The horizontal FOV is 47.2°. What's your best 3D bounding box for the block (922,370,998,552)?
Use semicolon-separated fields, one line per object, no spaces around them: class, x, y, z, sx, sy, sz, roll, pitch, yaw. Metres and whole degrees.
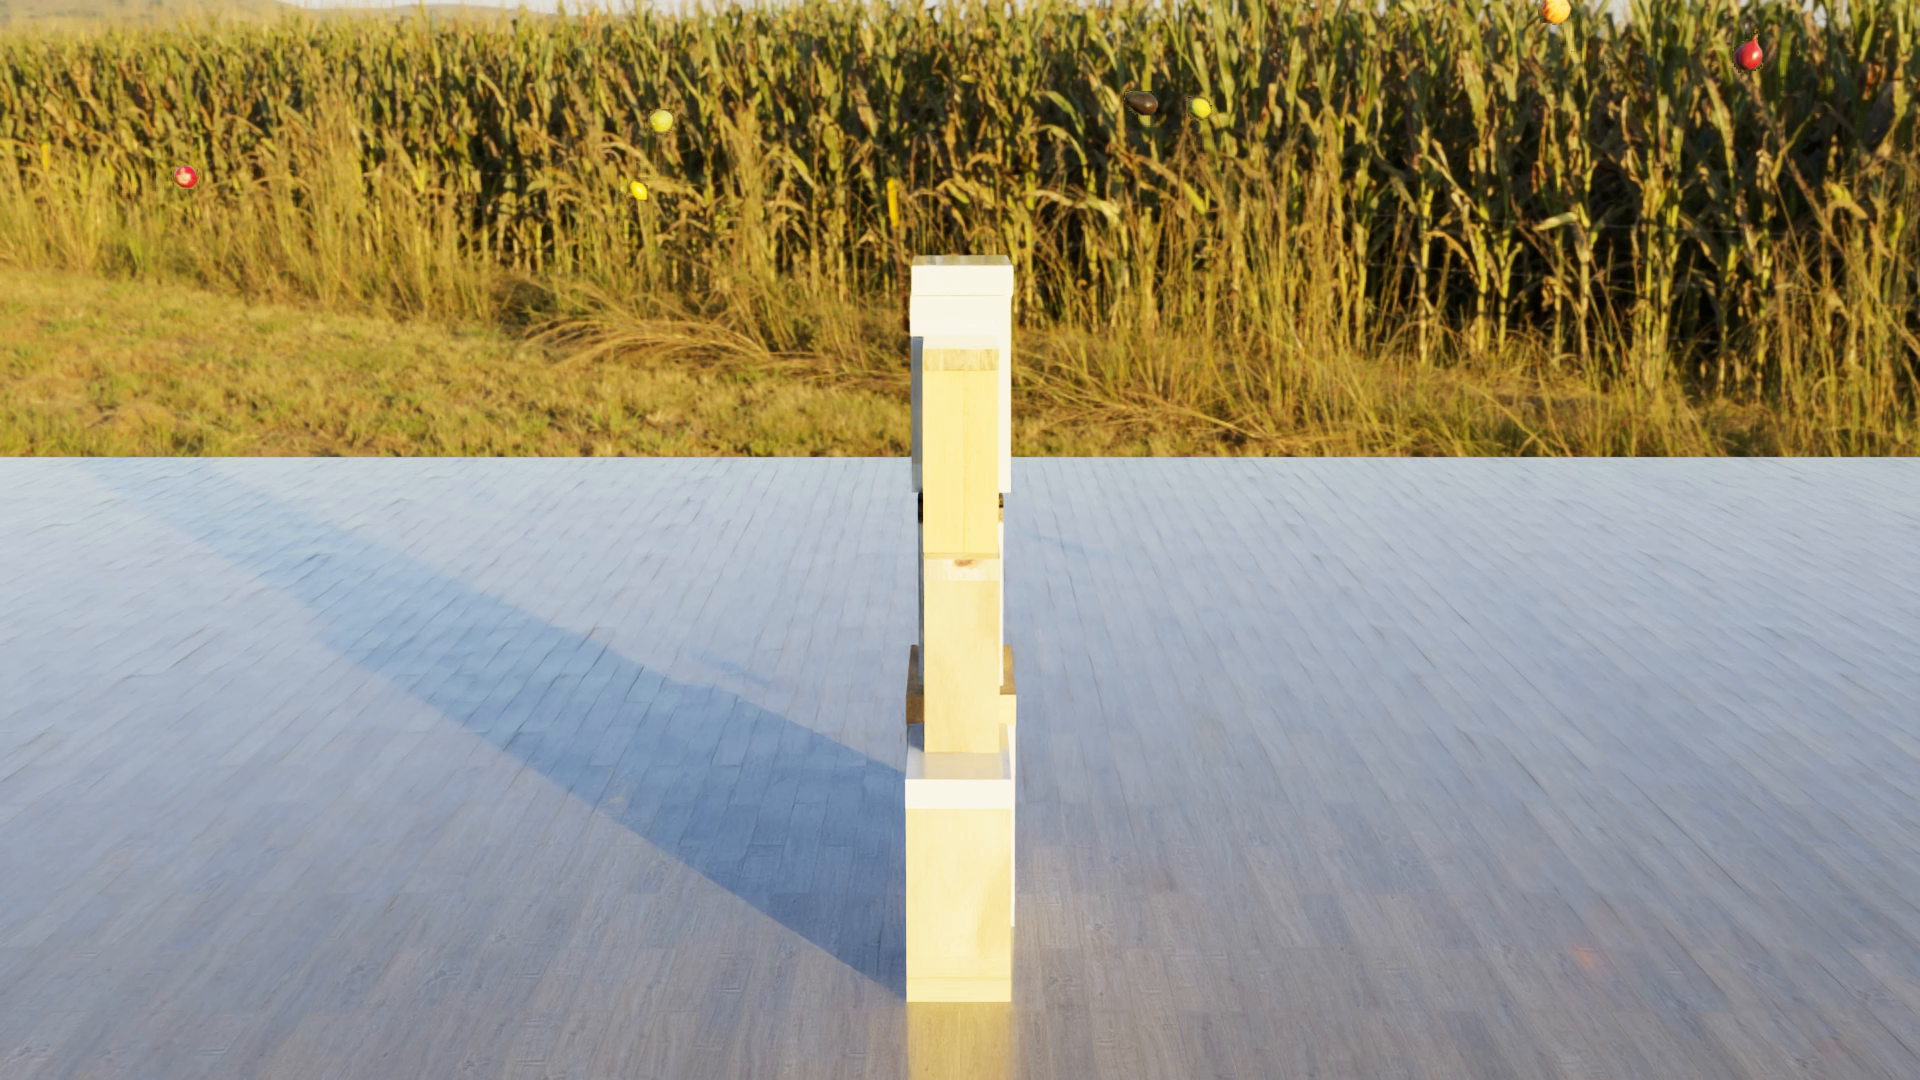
block;0.001;-0.117;3.224;0.110;0.271;0.031;0;11;0

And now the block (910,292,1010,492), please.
block;0.001;-0.232;3.448;0.155;0.310;0.044;0;10;-1

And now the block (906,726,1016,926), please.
block;0.001;0.446;3.512;0.171;0.341;0.048;0;11;0

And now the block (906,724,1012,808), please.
block;-0.002;0.334;3.275;0.151;0.043;0.302;0;11;0

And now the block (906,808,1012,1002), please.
block;-0.002;0.522;3.207;0.151;0.302;0.043;0;11;0

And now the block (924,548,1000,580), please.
block;0.003;0.023;3.296;0.110;0.031;0.221;0;11;0

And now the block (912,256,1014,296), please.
block;0.002;-0.425;3.521;0.155;0.044;0.310;0;10;-1

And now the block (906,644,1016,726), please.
block;0.001;0.233;3.588;0.171;0.048;0.341;0;11;0

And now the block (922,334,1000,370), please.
block;0.001;-0.279;3.267;0.110;0.031;0.220;0;11;-1

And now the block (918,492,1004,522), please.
block;0.001;-0.070;3.531;0.133;0.038;0.266;0;11;0

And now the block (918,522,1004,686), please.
block;0.001;0.096;3.471;0.133;0.266;0.038;0;11;0

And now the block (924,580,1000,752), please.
block;0.003;0.182;3.250;0.110;0.265;0.031;0;11;0
